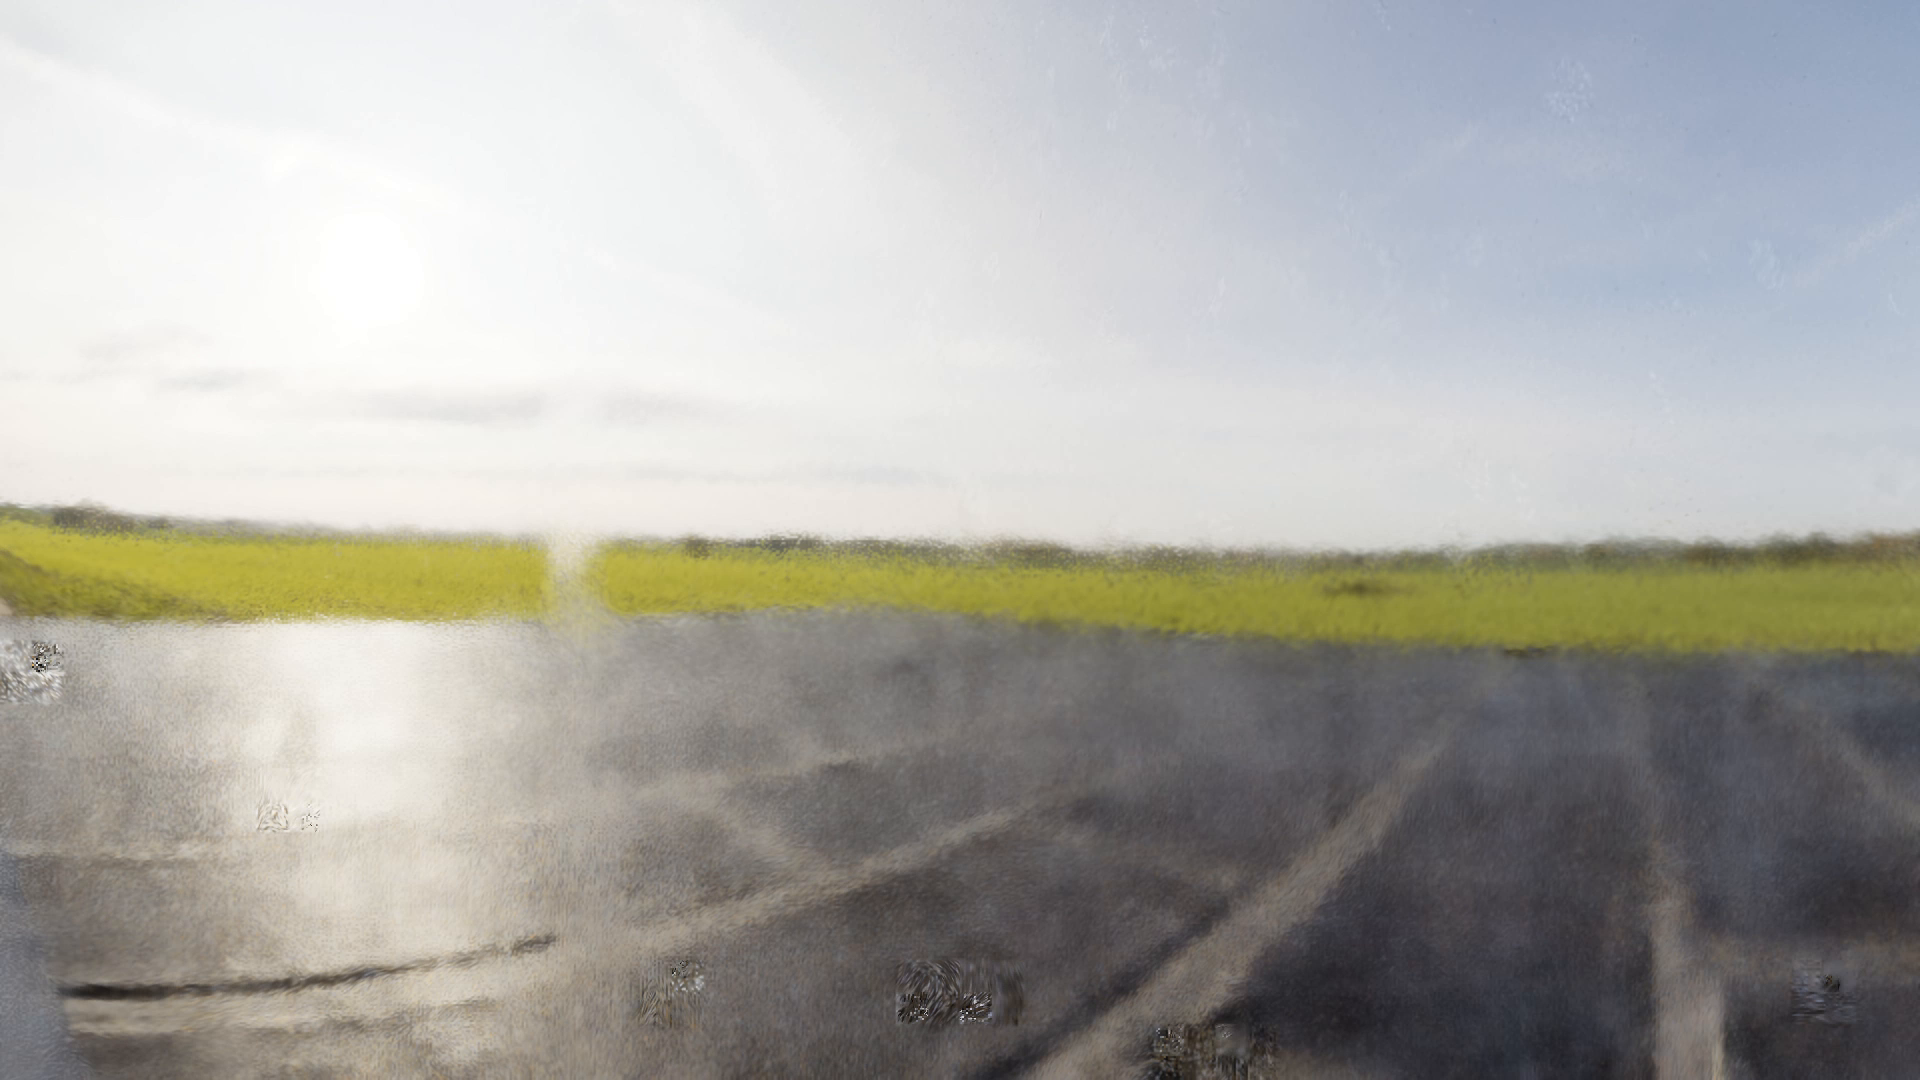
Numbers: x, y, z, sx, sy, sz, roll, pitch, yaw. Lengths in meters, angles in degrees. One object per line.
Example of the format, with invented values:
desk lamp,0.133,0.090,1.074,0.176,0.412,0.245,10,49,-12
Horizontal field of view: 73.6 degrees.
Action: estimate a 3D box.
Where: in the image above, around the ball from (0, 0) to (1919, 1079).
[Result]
ball,0.003,-0.001,0.052,0.080,0.080,0.080,0,4,0
